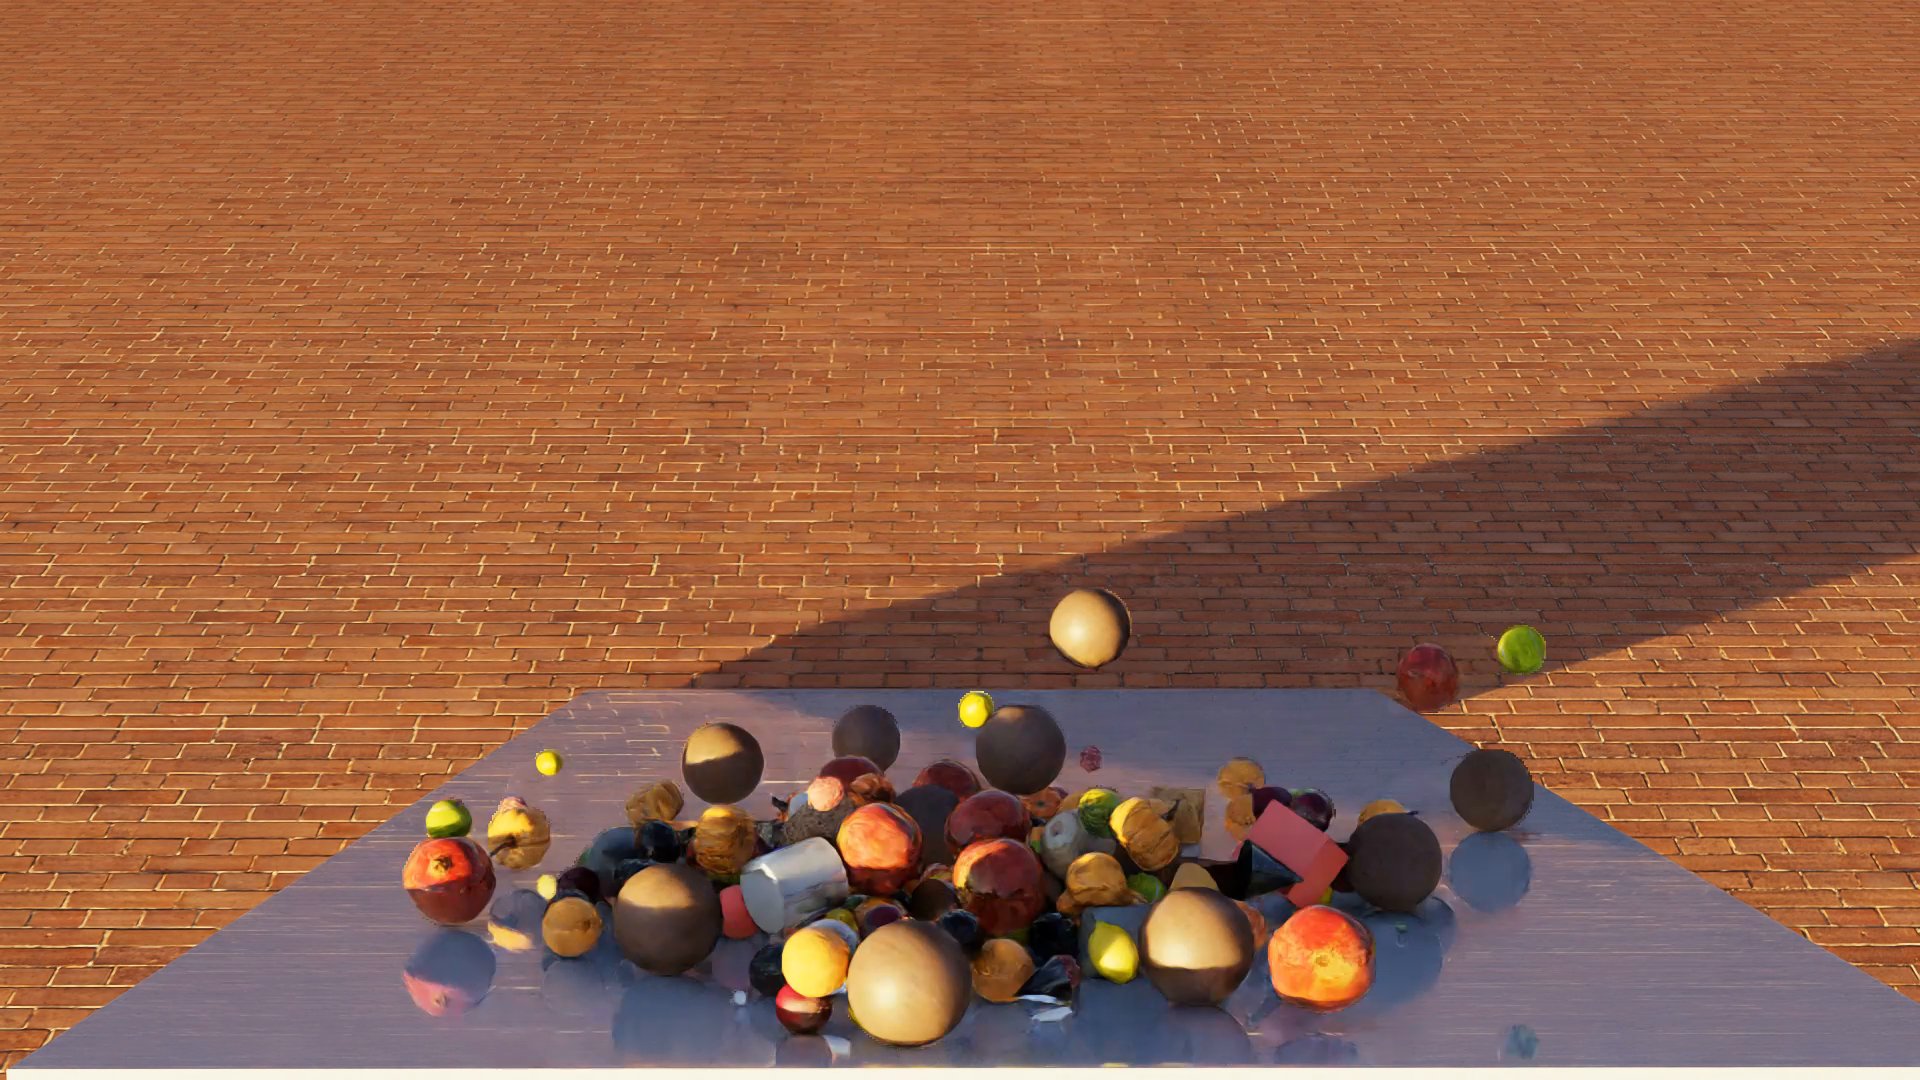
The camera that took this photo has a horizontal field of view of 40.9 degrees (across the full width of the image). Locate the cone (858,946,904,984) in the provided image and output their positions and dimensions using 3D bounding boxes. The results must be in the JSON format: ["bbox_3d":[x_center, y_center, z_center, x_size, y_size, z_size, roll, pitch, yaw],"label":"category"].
[{"bbox_3d":[-0.099,0.497,2.948,0.050,0.050,0.050,-18,30,-41],"label":"cone"}]

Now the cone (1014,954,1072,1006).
[{"bbox_3d":[0.084,0.491,2.820,0.059,0.059,0.059,-16,28,-15],"label":"cone"}]

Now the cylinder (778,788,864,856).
[{"bbox_3d":[-0.183,0.384,3.398,0.082,0.082,0.082,23,43,-24],"label":"cylinder"}]

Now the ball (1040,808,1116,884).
[{"bbox_3d":[0.150,0.388,3.272,0.096,0.096,0.096,0,24,0],"label":"ball"}]

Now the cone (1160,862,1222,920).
[{"bbox_3d":[0.270,0.454,3.204,0.079,0.079,0.079,-26,34,-34],"label":"cone"}]

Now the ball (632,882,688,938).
[{"bbox_3d":[-0.375,0.463,3.230,0.070,0.070,0.070,0,24,0],"label":"ball"}]

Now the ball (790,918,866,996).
[{"bbox_3d":[-0.143,0.451,2.784,0.081,0.081,0.081,0,24,0],"label":"ball"}]

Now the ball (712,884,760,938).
[{"bbox_3d":[-0.277,0.465,3.221,0.067,0.067,0.067,0,24,0],"label":"ball"}]

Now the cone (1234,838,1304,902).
[{"bbox_3d":[0.397,0.423,3.249,0.081,0.081,0.081,10,23,-7],"label":"cone"}]

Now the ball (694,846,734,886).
[{"bbox_3d":[-0.345,0.457,3.612,0.054,0.054,0.054,0,24,0],"label":"ball"}]

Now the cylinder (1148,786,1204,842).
[{"bbox_3d":[0.336,0.427,4.009,0.079,0.079,0.079,5,25,12],"label":"cylinder"}]

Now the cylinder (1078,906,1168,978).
[{"bbox_3d":[0.188,0.466,2.988,0.081,0.081,0.081,1,23,-16],"label":"cylinder"}]

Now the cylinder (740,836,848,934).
[{"bbox_3d":[-0.199,0.413,3.085,0.092,0.092,0.092,-17,29,-36],"label":"cylinder"}]

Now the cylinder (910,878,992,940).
[{"bbox_3d":[-0.011,0.452,3.160,0.073,0.073,0.073,20,7,38],"label":"cylinder"}]

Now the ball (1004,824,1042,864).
[{"bbox_3d":[0.094,0.448,3.797,0.058,0.058,0.058,0,24,0],"label":"ball"}]

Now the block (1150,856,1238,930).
[{"bbox_3d":[0.299,0.452,3.301,0.080,0.080,0.080,2,-1,38],"label":"block"}]

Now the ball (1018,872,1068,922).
[{"bbox_3d":[0.106,0.454,3.279,0.062,0.062,0.062,0,24,0],"label":"ball"}]

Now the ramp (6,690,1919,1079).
[{"bbox_3d":[0.055,0.501,4.547,2.000,0.100,4.000,0,2,0],"label":"ramp"}]

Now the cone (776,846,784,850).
[{"bbox_3d":[-0.210,0.452,3.330,0.083,0.083,0.083,-21,45,22],"label":"cone"}]

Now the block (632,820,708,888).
[{"bbox_3d":[-0.410,0.443,3.633,0.082,0.082,0.082,1,2,20],"label":"block"}]

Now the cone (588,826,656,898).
[{"bbox_3d":[-0.461,0.419,3.412,0.095,0.095,0.095,4,-16,9],"label":"cone"}]

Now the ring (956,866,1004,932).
[{"bbox_3d":[0.024,0.456,3.269,0.030,0.089,0.089,-30,12,26],"label":"ring"}]

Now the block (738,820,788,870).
[{"bbox_3d":[-0.269,0.442,3.710,0.071,0.071,0.071,-1,-4,45],"label":"block"}]

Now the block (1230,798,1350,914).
[{"bbox_3d":[0.427,0.409,3.325,0.094,0.094,0.094,34,-5,34],"label":"block"}]

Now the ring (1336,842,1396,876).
[{"bbox_3d":[0.568,0.459,3.710,0.121,0.040,0.121,1,-3,0],"label":"ring"}]
